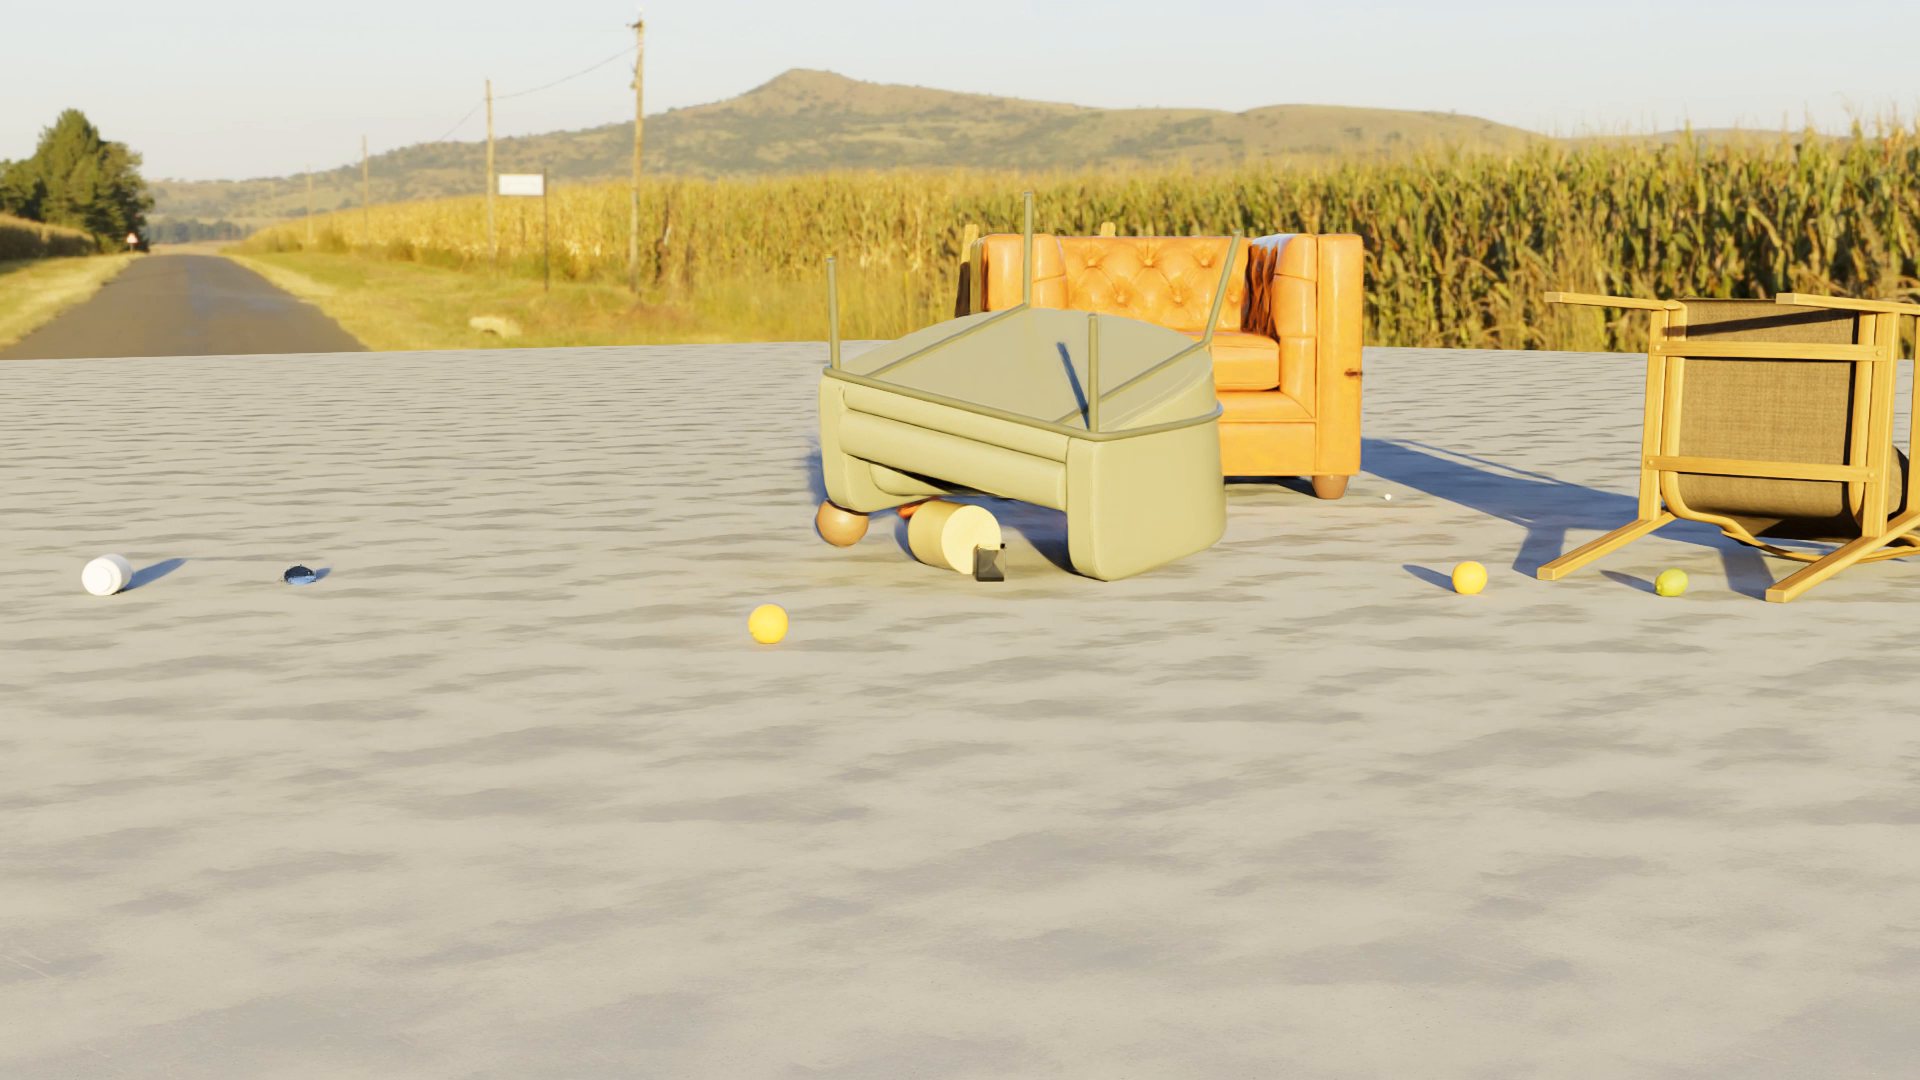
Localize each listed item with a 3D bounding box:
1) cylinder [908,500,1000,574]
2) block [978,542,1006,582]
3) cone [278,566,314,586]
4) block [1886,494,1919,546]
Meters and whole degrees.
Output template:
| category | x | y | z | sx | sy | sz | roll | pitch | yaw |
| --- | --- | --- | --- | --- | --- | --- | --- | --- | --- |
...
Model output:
| category | x | y | z | sx | sy | sz | roll | pitch | yaw |
| --- | --- | --- | --- | --- | --- | --- | --- | --- | --- |
| cylinder | -0.014 | -0.008 | 5.754 | 0.147 | 0.153 | 0.170 | -34 | 19 | -20 |
| block | 0.068 | 0.048 | 5.596 | 0.058 | 0.071 | 0.124 | 0 | 6 | 2 |
| cone | -1.442 | 0.084 | 5.504 | 0.091 | 0.040 | 0.073 | -12 | -6 | 43 |
| block | 2.425 | -0.052 | 6.358 | 0.197 | 0.114 | 0.161 | 0 | 6 | 0 |
